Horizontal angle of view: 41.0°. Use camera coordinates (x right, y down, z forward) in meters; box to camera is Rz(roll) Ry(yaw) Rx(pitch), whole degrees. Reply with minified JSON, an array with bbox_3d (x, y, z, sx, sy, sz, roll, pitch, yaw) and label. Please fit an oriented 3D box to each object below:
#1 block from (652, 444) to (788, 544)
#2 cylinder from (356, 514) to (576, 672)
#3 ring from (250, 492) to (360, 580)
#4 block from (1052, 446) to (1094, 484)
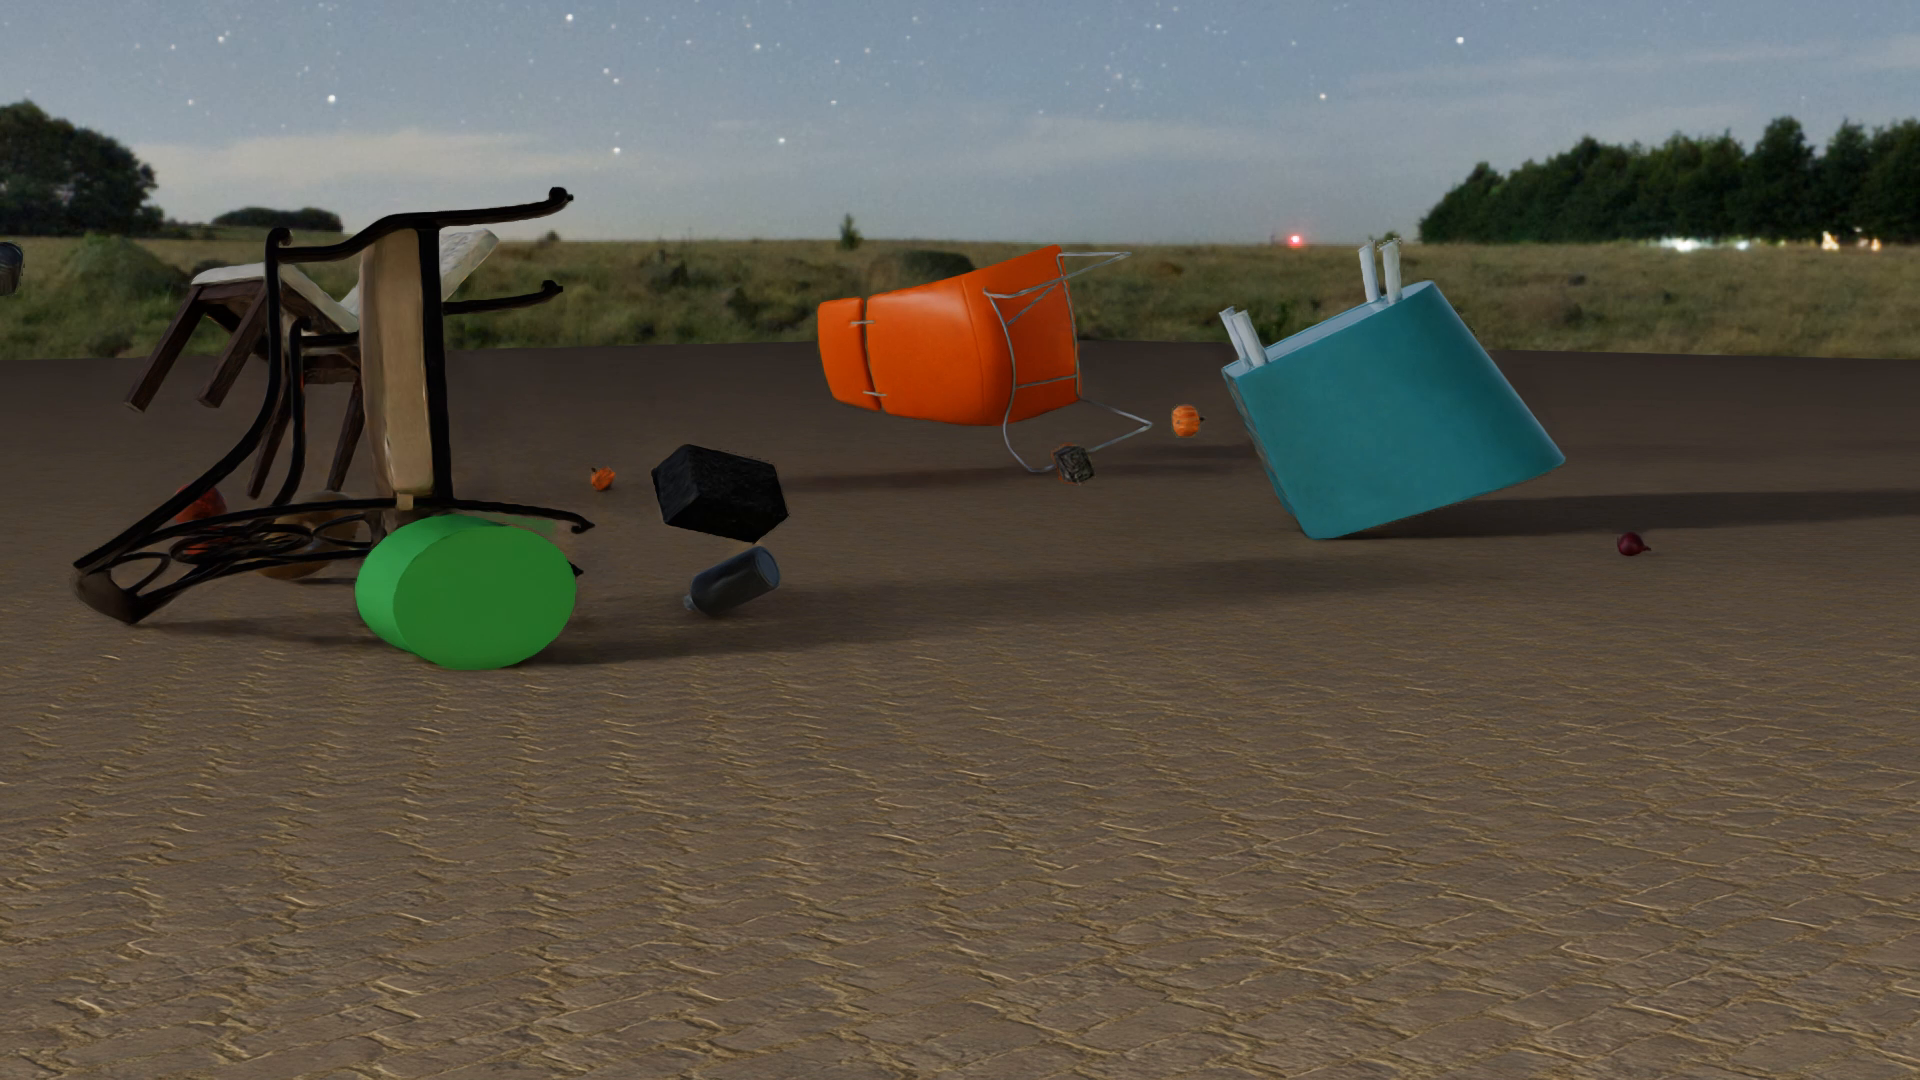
[{"bbox_3d":[-0.438,-0.084,4.685,0.218,0.113,0.100,13,-40,-46],"label":"block"},{"bbox_3d":[-0.844,0.087,4.379,0.318,0.243,0.222,-9,10,-28],"label":"cylinder"},{"bbox_3d":[-1.416,-0.011,5.554,0.114,0.159,0.295,-13,19,34],"label":"ring"},{"bbox_3d":[0.282,-0.188,6.367,0.047,0.076,0.086,-28,17,-20],"label":"block"}]
